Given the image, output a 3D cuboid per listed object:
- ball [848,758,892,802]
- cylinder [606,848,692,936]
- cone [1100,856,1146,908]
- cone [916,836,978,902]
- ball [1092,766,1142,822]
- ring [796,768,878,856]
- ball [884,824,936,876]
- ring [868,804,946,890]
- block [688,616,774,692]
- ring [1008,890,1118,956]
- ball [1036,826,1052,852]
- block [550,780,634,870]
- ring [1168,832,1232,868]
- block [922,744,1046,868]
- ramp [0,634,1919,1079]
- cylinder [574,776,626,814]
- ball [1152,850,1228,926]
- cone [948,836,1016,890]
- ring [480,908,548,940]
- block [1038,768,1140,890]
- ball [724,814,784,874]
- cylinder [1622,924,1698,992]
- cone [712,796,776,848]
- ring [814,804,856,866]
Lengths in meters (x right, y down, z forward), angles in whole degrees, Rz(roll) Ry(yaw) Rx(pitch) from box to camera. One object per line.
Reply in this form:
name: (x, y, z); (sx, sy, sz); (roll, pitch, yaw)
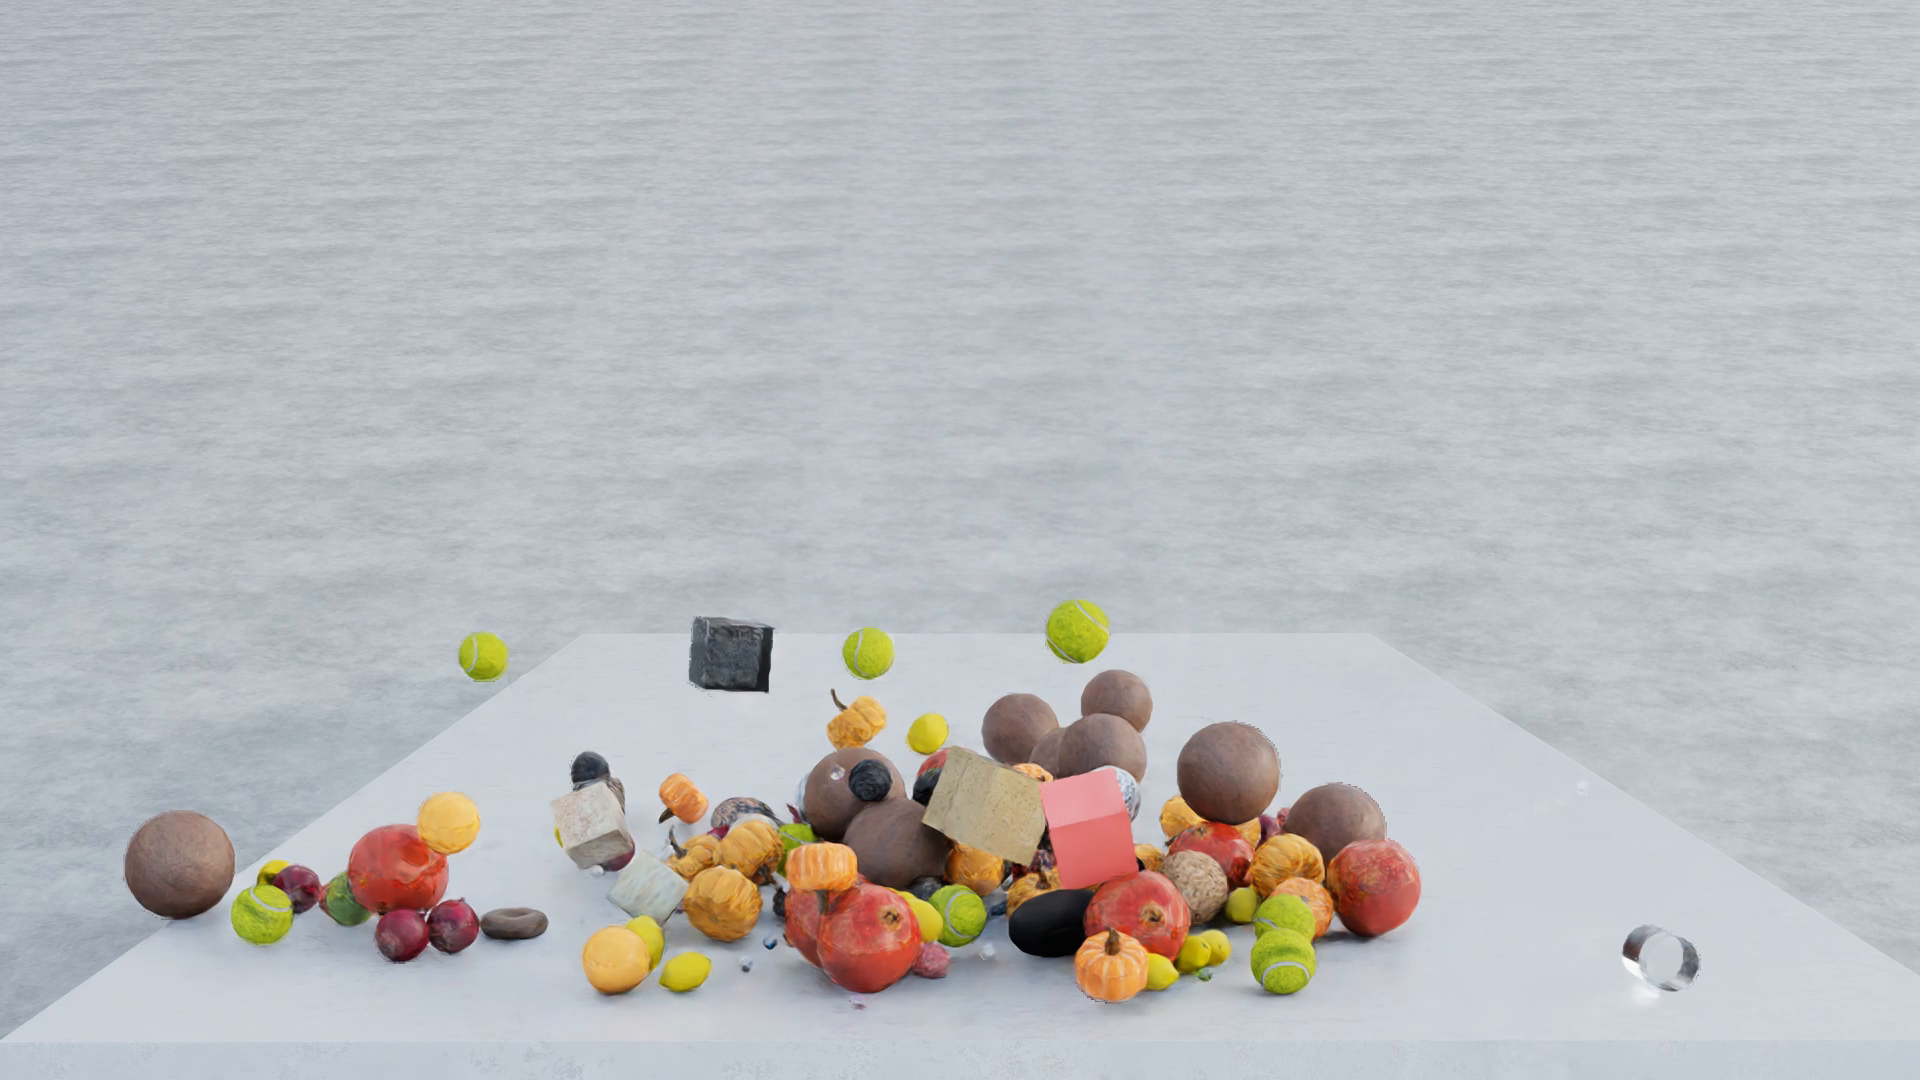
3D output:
ball: (-0.108, 0.290, 3.092); (0.052, 0.052, 0.052); (0, 20, 0)
cylinder: (-0.365, 0.413, 3.016); (0.072, 0.072, 0.072); (37, 25, 1)
cone: (0.183, 0.414, 3.160); (0.065, 0.065, 0.065); (9, 21, 43)
cone: (-0.017, 0.410, 3.239); (0.079, 0.079, 0.079); (0, 4, 0)
ball: (0.189, 0.328, 3.261); (0.083, 0.083, 0.083); (0, 20, 0)
ring: (-0.170, 0.376, 3.544); (0.137, 0.046, 0.137); (36, 27, -22)
ball: (-0.065, 0.407, 3.373); (0.068, 0.068, 0.068); (0, 20, 0)
ring: (-0.065, 0.393, 3.290); (0.113, 0.113, 0.038); (6, -9, 18)
block: (-0.325, 0.162, 3.644); (0.092, 0.092, 0.092); (4, 4, -20)
ring: (0.116, 0.429, 2.873); (0.125, 0.125, 0.042); (-3, 58, -9)
ball: (0.117, 0.373, 3.434); (0.089, 0.089, 0.089); (0, 20, 0)
block: (-0.465, 0.362, 3.246); (0.071, 0.071, 0.071); (-22, 59, -1)
ring: (0.321, 0.416, 3.436); (0.087, 0.029, 0.087); (11, 11, -2)
block: (0.036, 0.315, 3.045); (0.099, 0.099, 0.099); (24, -3, -35)
ramp: (0.046, 0.416, 4.535); (2.000, 0.100, 4.000); (0, 4, 0)
cylinder: (-0.530, 0.381, 3.772); (0.059, 0.059, 0.059); (-8, 18, 13)
ball: (0.275, 0.416, 3.066); (0.090, 0.090, 0.090); (0, 20, 0)
cone: (0.013, 0.385, 3.239); (0.089, 0.089, 0.089); (29, -1, -37)
ring: (-0.525, 0.451, 3.018); (0.080, 0.027, 0.080); (1, 4, 0)
block: (0.143, 0.321, 2.855); (0.087, 0.087, 0.087); (-13, 29, -1)
ball: (-0.267, 0.394, 3.331); (0.076, 0.076, 0.076); (0, 20, 0)
cylinder: (0.753, 0.450, 2.764); (0.059, 0.059, 0.059); (-4, 5, -11)
cone: (-0.298, 0.413, 3.495); (0.091, 0.091, 0.091); (0, 30, 1)
ring: (-0.167, 0.395, 3.433); (0.029, 0.088, 0.088); (22, 25, 14)
